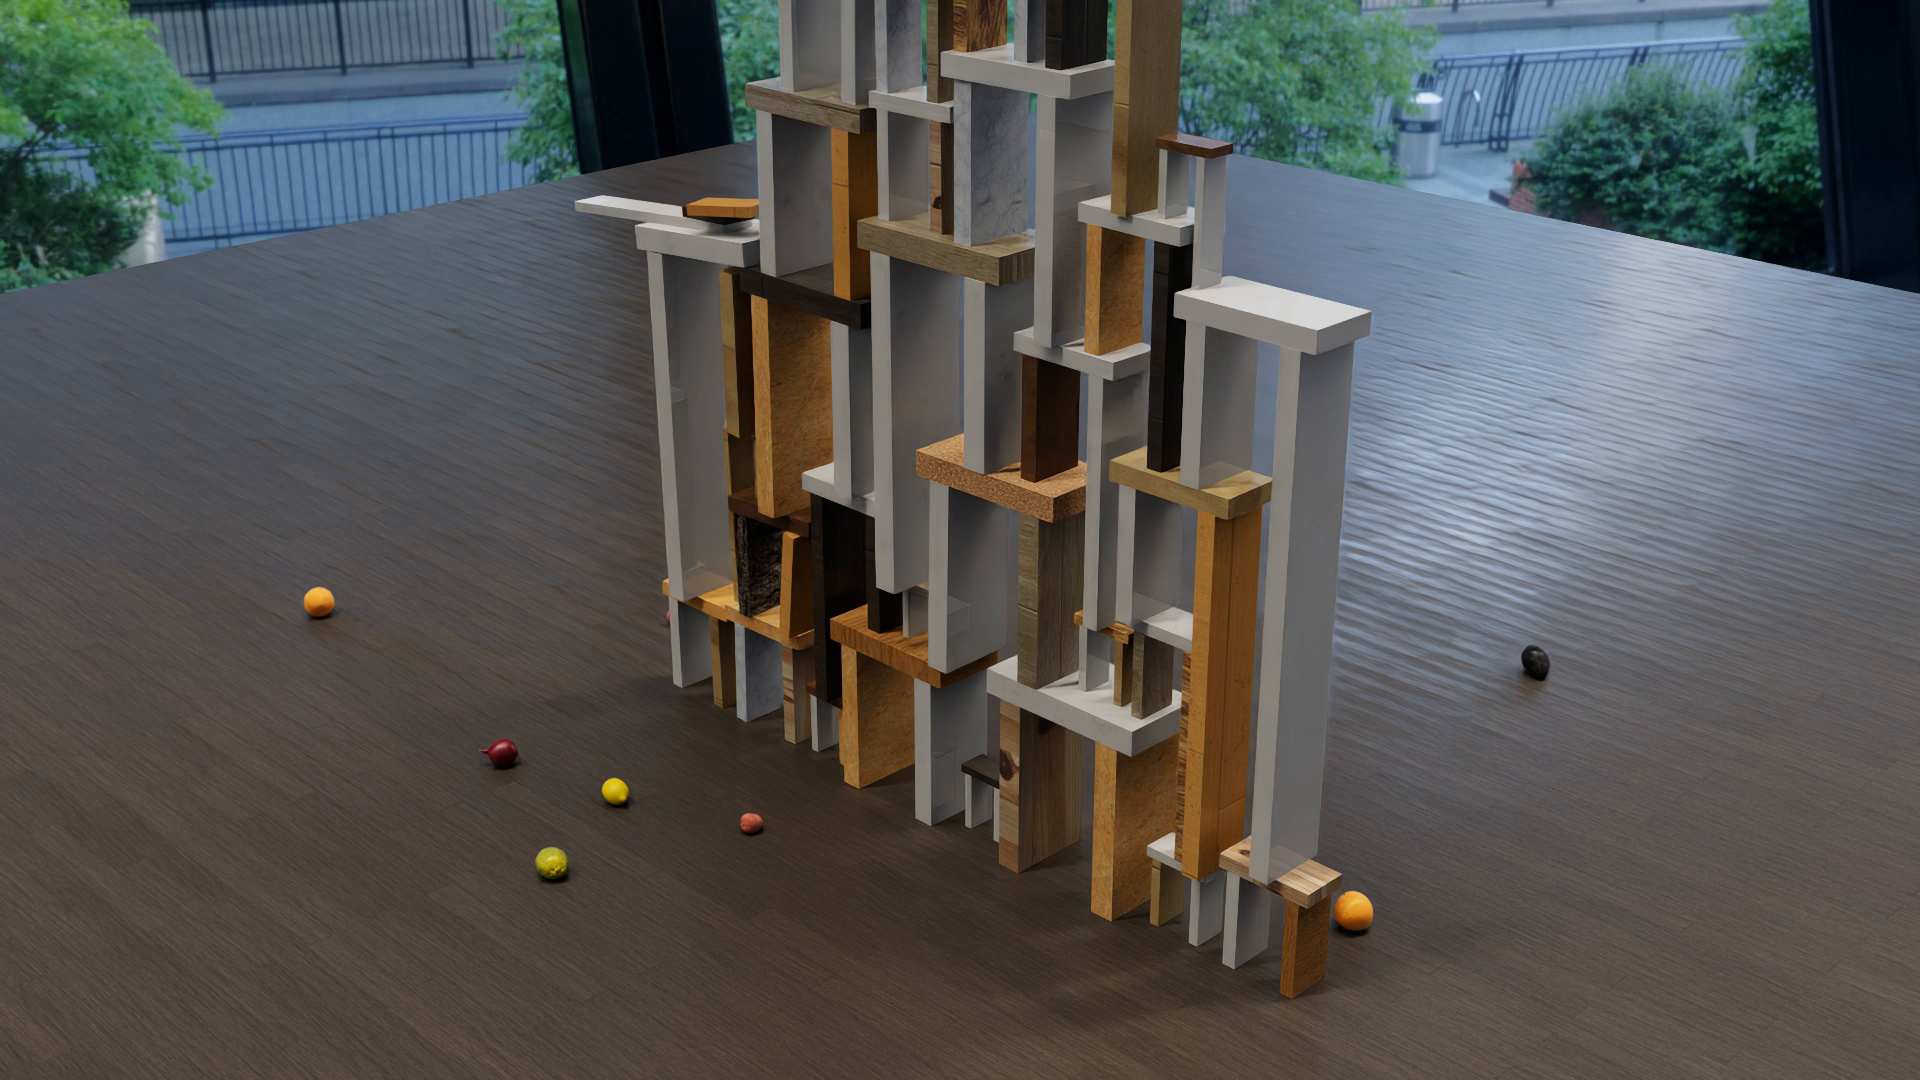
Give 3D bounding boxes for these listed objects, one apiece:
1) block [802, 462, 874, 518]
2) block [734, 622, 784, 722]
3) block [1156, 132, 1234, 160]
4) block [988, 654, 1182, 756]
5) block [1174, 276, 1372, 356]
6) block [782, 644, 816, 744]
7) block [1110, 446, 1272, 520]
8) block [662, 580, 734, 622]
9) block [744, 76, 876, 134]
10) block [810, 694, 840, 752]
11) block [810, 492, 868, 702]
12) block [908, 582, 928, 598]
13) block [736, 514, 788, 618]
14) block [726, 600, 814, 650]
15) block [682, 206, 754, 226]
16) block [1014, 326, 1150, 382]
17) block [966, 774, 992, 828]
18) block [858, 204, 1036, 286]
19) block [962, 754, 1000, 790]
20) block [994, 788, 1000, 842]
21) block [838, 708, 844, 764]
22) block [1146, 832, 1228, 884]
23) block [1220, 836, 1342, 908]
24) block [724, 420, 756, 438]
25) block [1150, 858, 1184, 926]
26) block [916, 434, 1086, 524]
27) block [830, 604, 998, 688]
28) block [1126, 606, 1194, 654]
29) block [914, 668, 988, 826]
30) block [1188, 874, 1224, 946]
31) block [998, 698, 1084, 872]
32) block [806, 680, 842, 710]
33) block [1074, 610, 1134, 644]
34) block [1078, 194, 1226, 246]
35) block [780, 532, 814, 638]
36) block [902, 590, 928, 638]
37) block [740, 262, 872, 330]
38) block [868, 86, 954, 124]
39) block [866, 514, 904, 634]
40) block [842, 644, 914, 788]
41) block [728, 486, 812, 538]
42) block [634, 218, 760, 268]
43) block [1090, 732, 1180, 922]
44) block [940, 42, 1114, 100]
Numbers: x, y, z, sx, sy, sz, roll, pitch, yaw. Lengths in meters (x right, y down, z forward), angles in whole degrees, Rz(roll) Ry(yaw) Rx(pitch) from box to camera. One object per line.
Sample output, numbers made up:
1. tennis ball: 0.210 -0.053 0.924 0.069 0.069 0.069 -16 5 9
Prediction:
1. block: -0.187 -0.102 4.391 0.247 0.035 0.124 21 31 41
2. block: -0.436 0.273 4.821 0.033 0.231 0.116 23 32 40
3. block: 0.377 -0.635 3.540 0.114 0.016 0.057 21 31 40
4. block: 0.242 0.290 4.091 0.360 0.051 0.180 21 31 41
5. block: 0.499 -0.363 3.529 0.285 0.040 0.143 21 31 40
6. block: -0.326 0.311 4.731 0.033 0.231 0.116 20 30 39
7. block: 0.394 -0.103 3.746 0.258 0.037 0.129 21 31 40
8. block: -0.548 0.120 4.878 0.219 0.031 0.109 20 30 40
9. block: -0.239 -0.824 4.136 0.320 0.045 0.160 22 31 40
10. block: -0.286 0.380 4.696 0.066 0.131 0.019 -21 31 -41
11. block: -0.245 0.105 4.540 0.124 0.461 0.035 -21 30 -40
12. block: -0.064 0.090 4.321 0.108 0.015 0.054 21 31 40
13. block: -0.421 0.036 4.696 0.033 0.236 0.118 20 30 38
14. block: -0.384 0.170 4.725 0.231 0.033 0.116 20 30 39
15. block: -0.490 -0.663 4.455 0.075 0.021 0.149 -19 25 -36
16. block: 0.220 -0.334 3.847 0.118 0.033 0.236 -21 31 -40
17. block: 0.038 0.512 4.401 0.017 0.120 0.060 21 31 41
18. block: 0.002 -0.539 3.989 0.360 0.051 0.180 21 31 40
19. block: 0.066 0.460 4.348 0.120 0.017 0.060 21 31 41
20. block: 0.094 0.534 4.349 0.017 0.120 0.060 21 31 41
21. block: -0.224 0.405 4.639 0.019 0.131 0.066 21 31 40
22. block: 0.417 0.579 4.013 0.140 0.020 0.070 21 31 41
23. block: 0.562 0.580 3.863 0.097 0.027 0.193 -21 31 -41
24. block: -0.421 -0.236 4.588 0.131 0.019 0.066 18 29 36
25. block: 0.385 0.640 4.074 0.020 0.139 0.070 21 31 41
26. block: 0.101 -0.122 4.056 0.343 0.049 0.171 21 31 40
27. block: -0.094 0.202 4.410 0.159 0.045 0.319 -21 31 -41
28. block: 0.387 0.156 3.874 0.085 0.024 0.170 -21 31 -40
29. block: -0.017 0.399 4.412 0.159 0.319 0.045 -21 31 -40
30. block: 0.450 0.666 4.014 0.020 0.140 0.070 21 31 41
31. block: 0.157 0.446 4.249 0.051 0.360 0.180 21 31 41
32. block: -0.257 0.324 4.638 0.066 0.019 0.131 -21 31 -40
33. block: 0.277 0.152 3.993 0.131 0.018 0.065 21 31 41
34. block: 0.318 -0.536 3.660 0.113 0.032 0.226 -20 30 -39
35. block: -0.317 0.080 4.592 0.118 0.236 0.033 -20 36 -39
36. block: -0.089 0.136 4.370 0.015 0.108 0.054 21 31 40
37. block: -0.249 -0.492 4.295 0.176 0.050 0.353 -21 31 -41
38. block: -0.056 -0.784 3.944 0.203 0.029 0.102 20 30 39
39. block: -0.129 0.052 4.391 0.035 0.247 0.124 21 31 41
40. block: -0.168 0.340 4.552 0.159 0.319 0.045 -21 31 -40
41. block: -0.359 -0.065 4.588 0.236 0.033 0.118 18 29 37
42. block: -0.488 -0.616 4.490 0.345 0.049 0.172 16 27 43
43. block: 0.327 0.512 4.093 0.051 0.360 0.180 21 31 41
44. block: 0.123 -0.801 3.741 0.292 0.041 0.146 20 30 39
